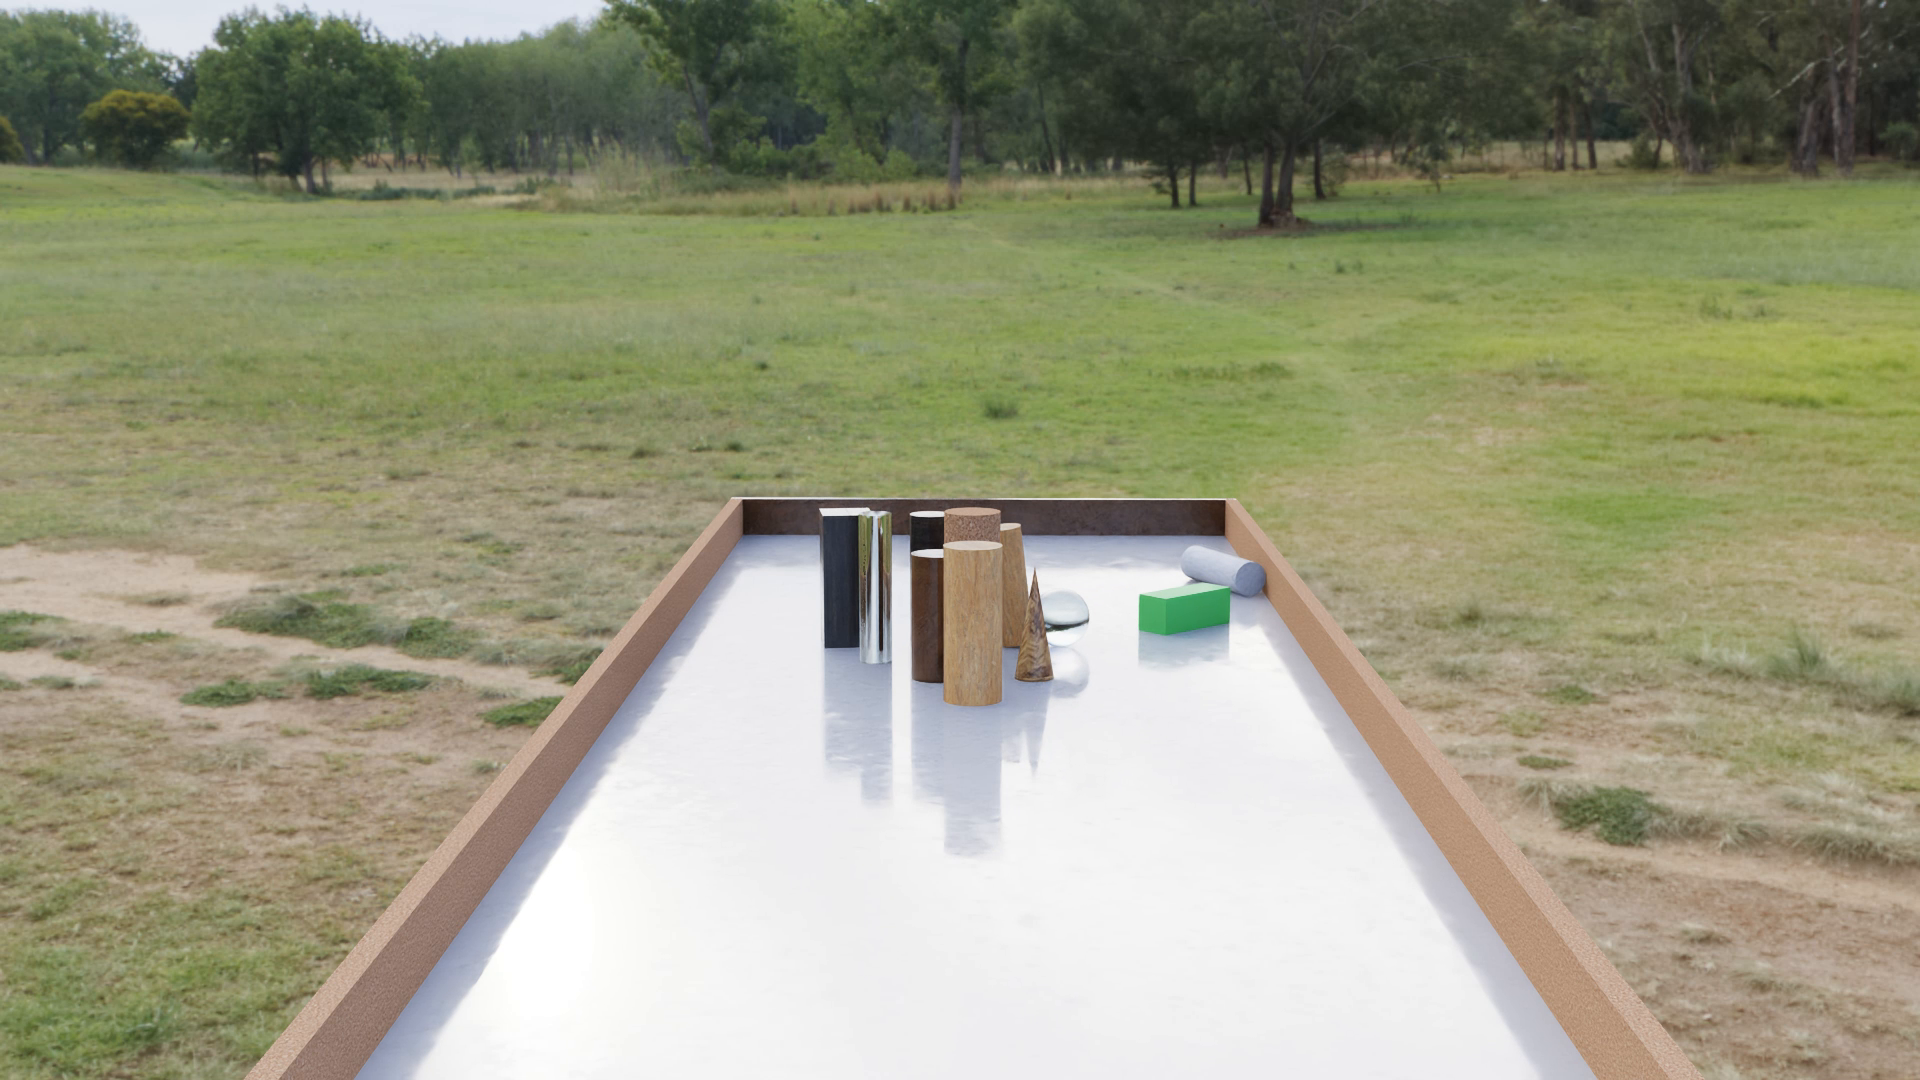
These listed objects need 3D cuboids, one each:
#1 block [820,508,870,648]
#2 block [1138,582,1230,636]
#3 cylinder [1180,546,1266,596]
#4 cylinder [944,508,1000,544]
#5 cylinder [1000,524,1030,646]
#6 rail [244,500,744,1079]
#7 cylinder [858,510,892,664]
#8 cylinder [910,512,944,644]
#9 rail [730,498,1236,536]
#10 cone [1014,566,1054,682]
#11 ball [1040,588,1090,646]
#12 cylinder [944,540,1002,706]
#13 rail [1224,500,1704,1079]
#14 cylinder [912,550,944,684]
[{"bbox_3d":[-0.357,0.118,6.925,0.156,0.419,0.156,-1,9,-8],"label":"block"},{"bbox_3d":[0.737,0.225,7.209,0.314,0.120,0.120,-8,12,-42],"label":"block"},{"bbox_3d":[0.945,0.109,7.924,0.124,0.124,0.395,-4,10,-23],"label":"cylinder"},{"bbox_3d":[0.037,0.138,6.689,0.171,0.454,0.171,0,9,0],"label":"cylinder"},{"bbox_3d":[0.154,0.141,6.899,0.117,0.371,0.117,-7,10,1],"label":"cylinder"},{"bbox_3d":[-1.004,0.839,3.234,0.050,0.150,12.000,0,9,1],"label":"rail"},{"bbox_3d":[-0.256,0.144,6.654,0.100,0.454,0.100,0,9,0],"label":"cylinder"},{"bbox_3d":[-0.094,0.123,6.919,0.127,0.412,0.127,0,9,0],"label":"cylinder"},{"bbox_3d":[0.099,-0.098,9.147,2.100,0.150,0.050,0,9,1],"label":"rail"},{"bbox_3d":[0.218,0.239,6.429,0.117,0.336,0.117,0,9,0],"label":"cone"},{"bbox_3d":[0.315,0.243,6.889,0.184,0.184,0.184,0,9,0],"label":"ball"},{"bbox_3d":[0.036,0.232,6.146,0.166,0.439,0.166,0,9,0],"label":"cylinder"},{"bbox_3d":[1.046,0.843,3.208,0.050,0.150,12.000,0,9,1],"label":"rail"},{"bbox_3d":[-0.069,0.222,6.430,0.148,0.370,0.148,0,9,0],"label":"cylinder"}]
